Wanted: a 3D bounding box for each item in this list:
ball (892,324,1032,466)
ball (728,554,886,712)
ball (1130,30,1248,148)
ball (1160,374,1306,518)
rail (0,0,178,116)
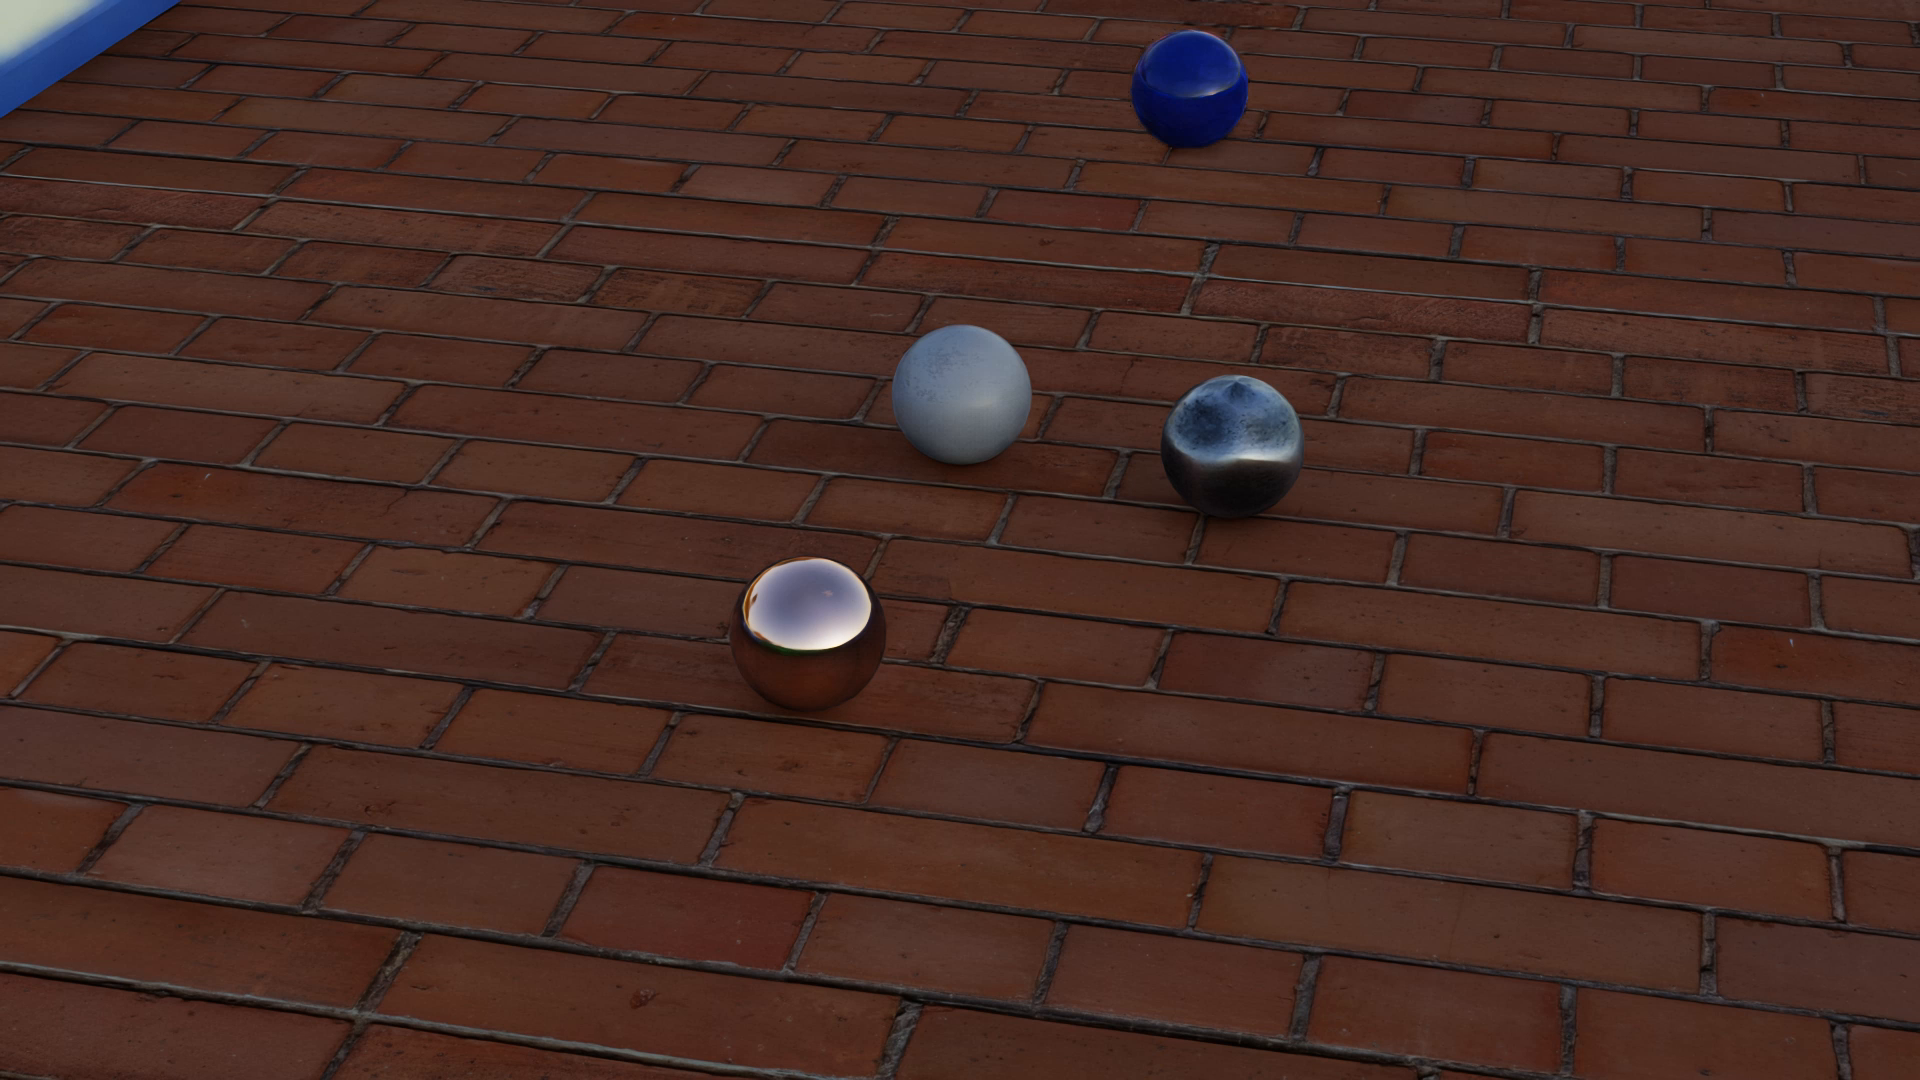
[{"bbox_3d":[0.001,-0.095,1.916,0.092,0.092,0.092,0,28,0],"label":"ball"},{"bbox_3d":[-0.085,0.052,1.639,0.088,0.088,0.088,0,28,0],"label":"ball"},{"bbox_3d":[0.191,-0.376,2.449,0.098,0.098,0.098,0,28,0],"label":"ball"},{"bbox_3d":[0.171,-0.059,1.848,0.090,0.090,0.090,0,28,0],"label":"ball"},{"bbox_3d":[-0.766,-0.498,2.650,0.045,0.127,3.391,6,28,11],"label":"rail"}]
